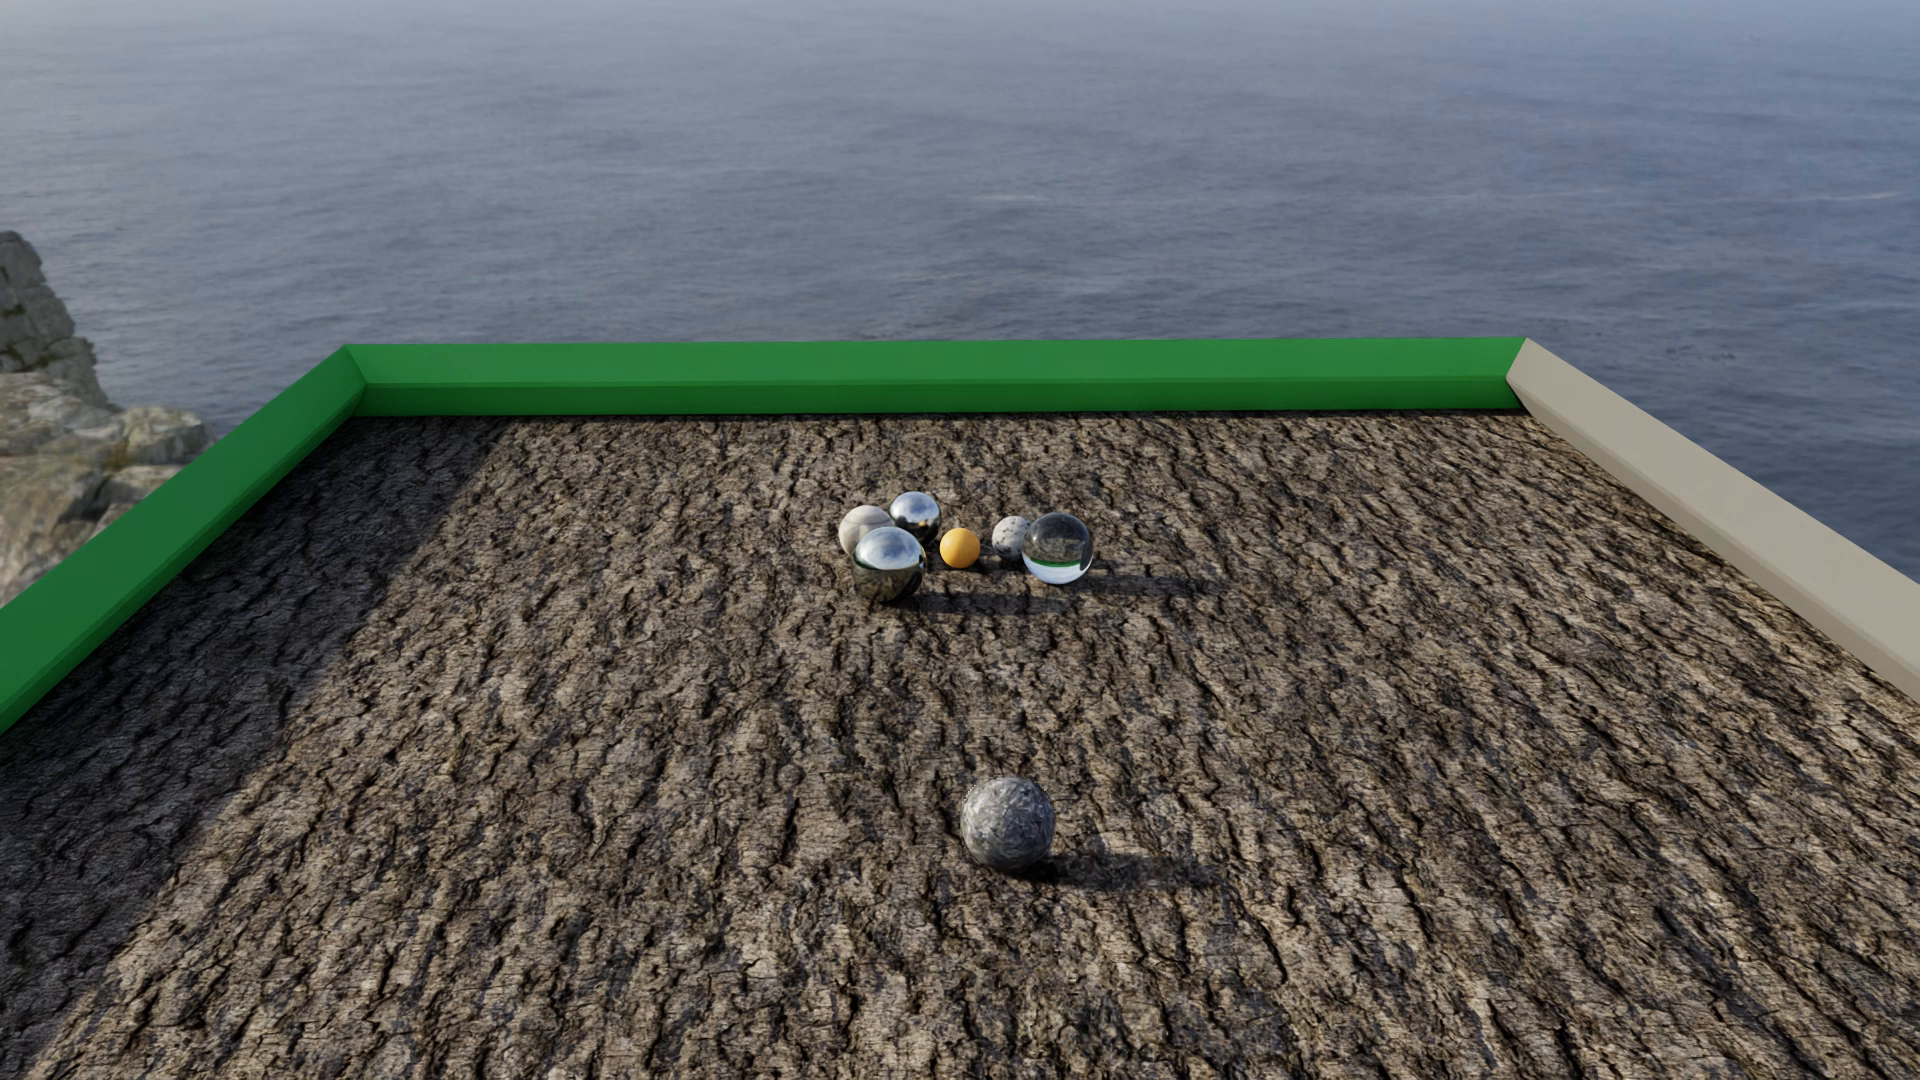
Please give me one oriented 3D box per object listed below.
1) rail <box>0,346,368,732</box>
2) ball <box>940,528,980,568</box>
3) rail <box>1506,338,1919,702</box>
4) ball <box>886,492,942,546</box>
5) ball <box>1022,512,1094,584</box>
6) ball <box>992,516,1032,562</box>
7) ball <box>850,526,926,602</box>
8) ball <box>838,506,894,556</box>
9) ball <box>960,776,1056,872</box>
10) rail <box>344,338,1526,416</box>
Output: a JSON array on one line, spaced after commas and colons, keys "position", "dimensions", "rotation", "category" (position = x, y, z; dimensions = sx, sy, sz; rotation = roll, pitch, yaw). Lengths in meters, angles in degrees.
[{"position": [-0.947, 0.240, 1.871], "dimensions": [0.045, 0.122, 3.822], "rotation": [-1, 15, -2], "category": "rail"}, {"position": [0.000, 0.011, 2.833], "dimensions": [0.053, 0.053, 0.053], "rotation": [0, 15, 0], "category": "ball"}, {"position": [1.012, 0.222, 1.935], "dimensions": [0.045, 0.122, 3.822], "rotation": [-1, 15, -2], "category": "rail"}, {"position": [-0.061, -0.028, 2.929], "dimensions": [0.075, 0.075, 0.075], "rotation": [0, 15, 0], "category": "ball"}, {"position": [0.123, 0.010, 2.761], "dimensions": [0.091, 0.091, 0.091], "rotation": [0, 15, 0], "category": "ball"}, {"position": [0.072, -0.001, 2.860], "dimensions": [0.061, 0.061, 0.061], "rotation": [0, 15, 0], "category": "ball"}, {"position": [-0.087, 0.030, 2.686], "dimensions": [0.094, 0.094, 0.094], "rotation": [0, 15, 0], "category": "ball"}, {"position": [-0.121, -0.008, 2.862], "dimensions": [0.074, 0.074, 0.074], "rotation": [0, 15, 0], "category": "ball"}, {"position": [0.042, 0.248, 1.920], "dimensions": [0.082, 0.082, 0.082], "rotation": [0, 15, 0], "category": "ball"}, {"position": [-0.032, -0.272, 3.721], "dimensions": [2.008, 0.122, 0.045], "rotation": [-1, 15, -2], "category": "rail"}]
